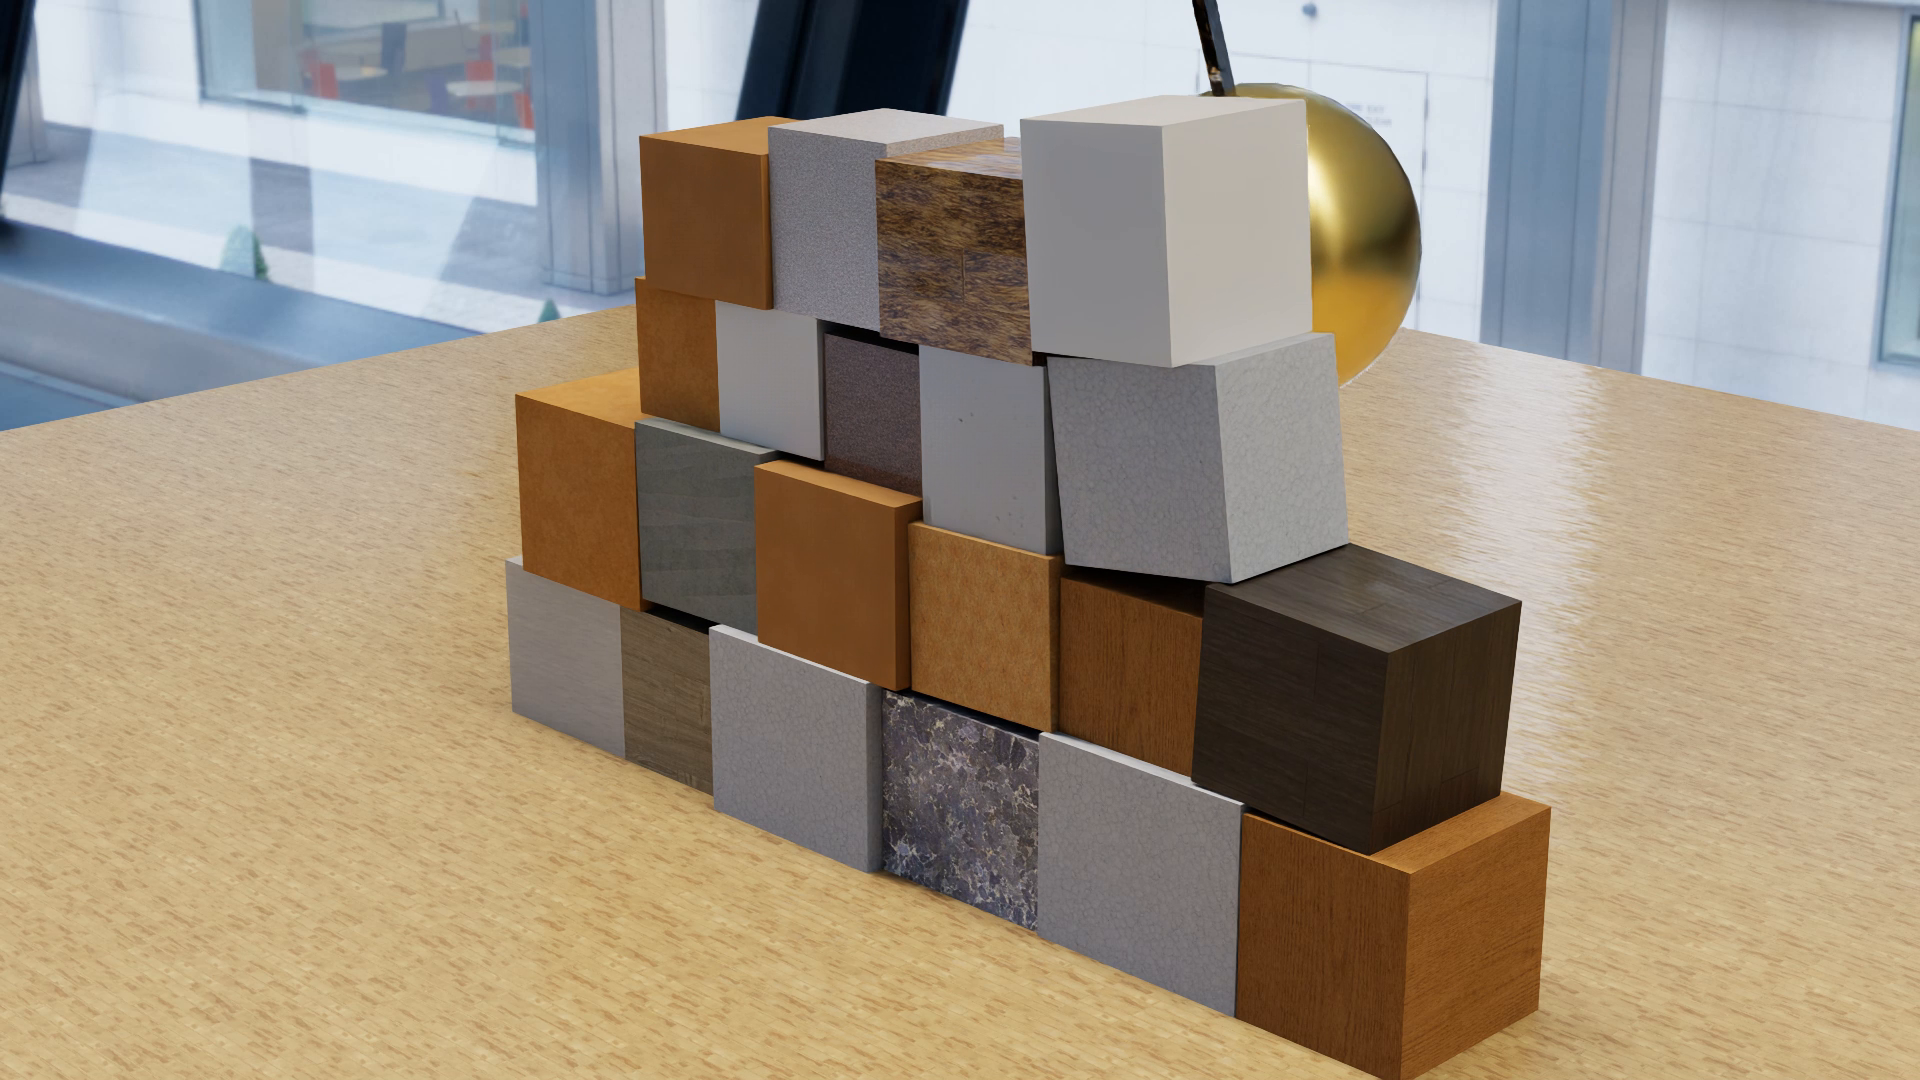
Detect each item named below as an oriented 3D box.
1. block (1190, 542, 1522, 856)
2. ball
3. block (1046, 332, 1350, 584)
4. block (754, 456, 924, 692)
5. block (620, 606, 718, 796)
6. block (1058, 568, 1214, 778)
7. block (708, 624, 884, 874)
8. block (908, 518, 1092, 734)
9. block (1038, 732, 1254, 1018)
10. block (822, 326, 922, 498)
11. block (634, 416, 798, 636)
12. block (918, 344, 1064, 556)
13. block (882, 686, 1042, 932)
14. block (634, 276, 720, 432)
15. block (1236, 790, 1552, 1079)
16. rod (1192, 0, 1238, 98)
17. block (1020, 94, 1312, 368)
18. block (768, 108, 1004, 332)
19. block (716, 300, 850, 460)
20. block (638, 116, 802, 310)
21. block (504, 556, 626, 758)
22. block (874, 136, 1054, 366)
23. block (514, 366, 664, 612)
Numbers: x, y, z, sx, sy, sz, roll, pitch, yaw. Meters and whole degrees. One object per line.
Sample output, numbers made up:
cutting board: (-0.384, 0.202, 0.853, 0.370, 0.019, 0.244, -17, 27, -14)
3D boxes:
block: (1.594, 0.614, 11.850, 0.877, 0.853, 0.913, -17, 27, -42)
ball: (1.467, -1.443, 14.426, 1.600, 1.600, 1.600, 0, 17, 0)
block: (0.991, -0.374, 12.196, 0.760, 0.884, 0.912, -17, 16, -43)
block: (-0.244, 0.057, 13.636, 1.054, 0.857, 0.932, -17, 24, -42)
block: (-1.103, 0.705, 14.711, 0.864, 0.833, 0.800, -17, 24, -42)
block: (0.977, 0.489, 12.472, 0.782, 0.696, 0.782, -17, 24, -42)
block: (-0.413, 0.857, 14.069, 1.118, 0.929, 1.086, -17, 24, -42)
block: (0.373, 0.289, 13.015, 0.831, 0.776, 0.854, -17, 22, -42)
block: (1.079, 1.296, 12.643, 0.978, 0.946, 1.117, -17, 24, -42)
block: (-0.144, -0.621, 13.292, 0.644, 0.643, 0.703, -16, 24, -42)
block: (-0.918, -0.150, 14.245, 0.910, 0.893, 0.911, -17, 23, -42)
block: (0.382, -0.481, 12.806, 0.820, 0.818, 0.740, -17, 22, -42)
block: (0.319, 1.102, 13.361, 0.911, 0.885, 0.988, -17, 24, -42)
block: (-1.107, -0.953, 14.214, 0.669, 0.669, 0.611, -17, 23, -42)
block: (1.767, 1.525, 11.977, 0.945, 0.909, 0.833, -17, 24, -42)
rod: (0.636, -4.237, 12.676, 0.080, 5.200, 0.080, 17, 44, 42)
block: (0.852, -1.285, 12.010, 0.891, 0.953, 0.764, -17, 19, -42)
block: (-0.327, -1.455, 13.233, 0.724, 0.836, 0.772, -17, 23, -42)
block: (-0.651, -0.819, 13.746, 0.672, 0.667, 0.701, -17, 23, -42)
block: (-0.904, -1.554, 13.805, 0.817, 0.711, 0.861, -17, 23, -42)
block: (-1.736, 0.516, 15.297, 0.823, 0.842, 0.946, -17, 24, -42)
block: (0.265, -1.264, 12.655, 0.841, 0.775, 0.918, -17, 22, -42)
block: (-1.574, -0.291, 14.903, 0.943, 0.934, 0.947, -17, 24, -42)
